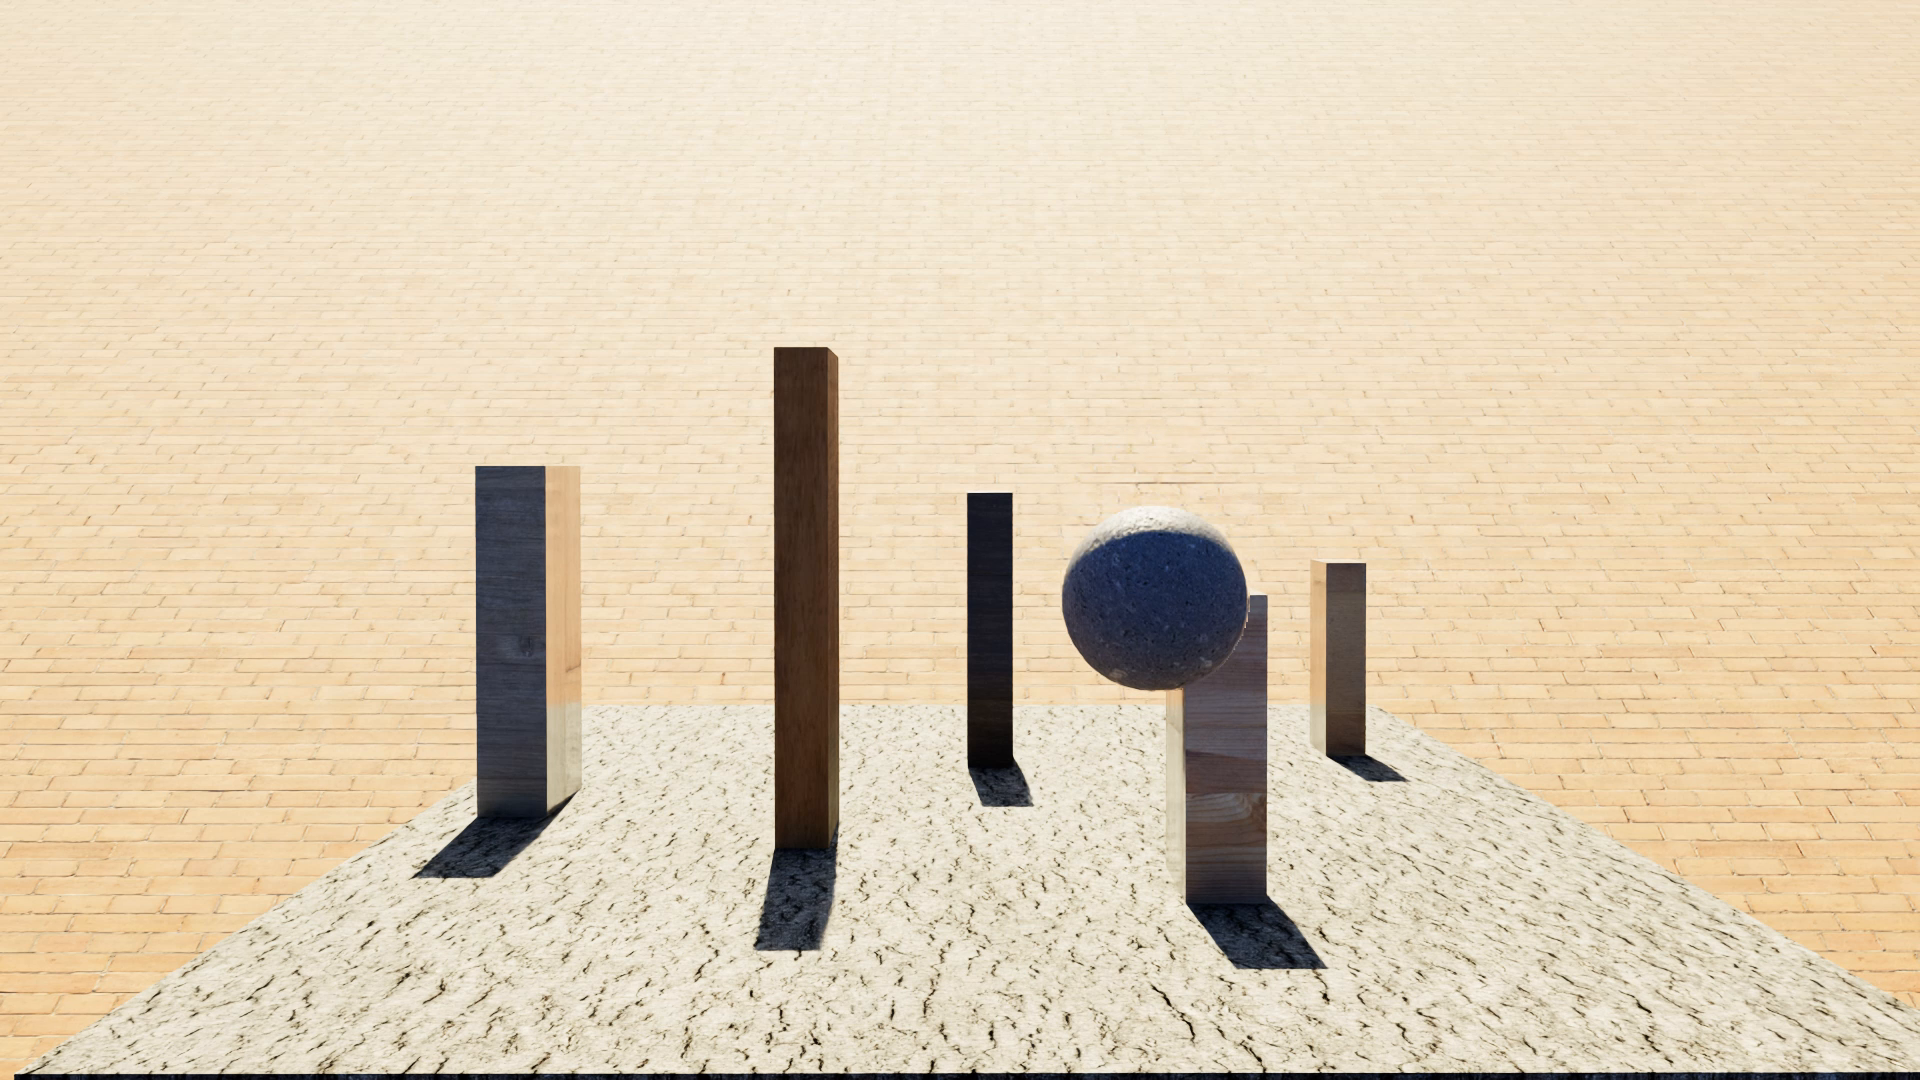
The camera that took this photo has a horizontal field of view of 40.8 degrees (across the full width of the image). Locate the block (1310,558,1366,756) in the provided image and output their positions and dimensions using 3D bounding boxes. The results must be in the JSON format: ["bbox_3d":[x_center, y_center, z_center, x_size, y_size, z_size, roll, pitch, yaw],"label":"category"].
[{"bbox_3d":[0.805,0.246,5.498,0.084,0.404,0.243,0,2,0],"label":"block"}]

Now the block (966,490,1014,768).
[{"bbox_3d":[0.060,0.176,5.348,0.092,0.553,0.349,0,2,0],"label":"block"}]

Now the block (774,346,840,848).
[{"bbox_3d":[-0.251,0.087,4.259,0.085,0.792,0.382,0,2,0],"label":"block"}]

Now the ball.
[{"bbox_3d":[0.212,0.063,2.813,0.203,0.203,0.203,0,25,0],"label":"ball"}]

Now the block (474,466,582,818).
[{"bbox_3d":[-0.773,0.169,4.645,0.122,0.606,0.412,0,2,0],"label":"block"}]

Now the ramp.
[{"bbox_3d":[0.058,0.524,4.562,2.000,0.100,4.000,0,2,0],"label":"ramp"}]

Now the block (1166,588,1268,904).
[{"bbox_3d":[0.367,0.284,3.719,0.113,0.426,0.333,0,2,0],"label":"block"}]
